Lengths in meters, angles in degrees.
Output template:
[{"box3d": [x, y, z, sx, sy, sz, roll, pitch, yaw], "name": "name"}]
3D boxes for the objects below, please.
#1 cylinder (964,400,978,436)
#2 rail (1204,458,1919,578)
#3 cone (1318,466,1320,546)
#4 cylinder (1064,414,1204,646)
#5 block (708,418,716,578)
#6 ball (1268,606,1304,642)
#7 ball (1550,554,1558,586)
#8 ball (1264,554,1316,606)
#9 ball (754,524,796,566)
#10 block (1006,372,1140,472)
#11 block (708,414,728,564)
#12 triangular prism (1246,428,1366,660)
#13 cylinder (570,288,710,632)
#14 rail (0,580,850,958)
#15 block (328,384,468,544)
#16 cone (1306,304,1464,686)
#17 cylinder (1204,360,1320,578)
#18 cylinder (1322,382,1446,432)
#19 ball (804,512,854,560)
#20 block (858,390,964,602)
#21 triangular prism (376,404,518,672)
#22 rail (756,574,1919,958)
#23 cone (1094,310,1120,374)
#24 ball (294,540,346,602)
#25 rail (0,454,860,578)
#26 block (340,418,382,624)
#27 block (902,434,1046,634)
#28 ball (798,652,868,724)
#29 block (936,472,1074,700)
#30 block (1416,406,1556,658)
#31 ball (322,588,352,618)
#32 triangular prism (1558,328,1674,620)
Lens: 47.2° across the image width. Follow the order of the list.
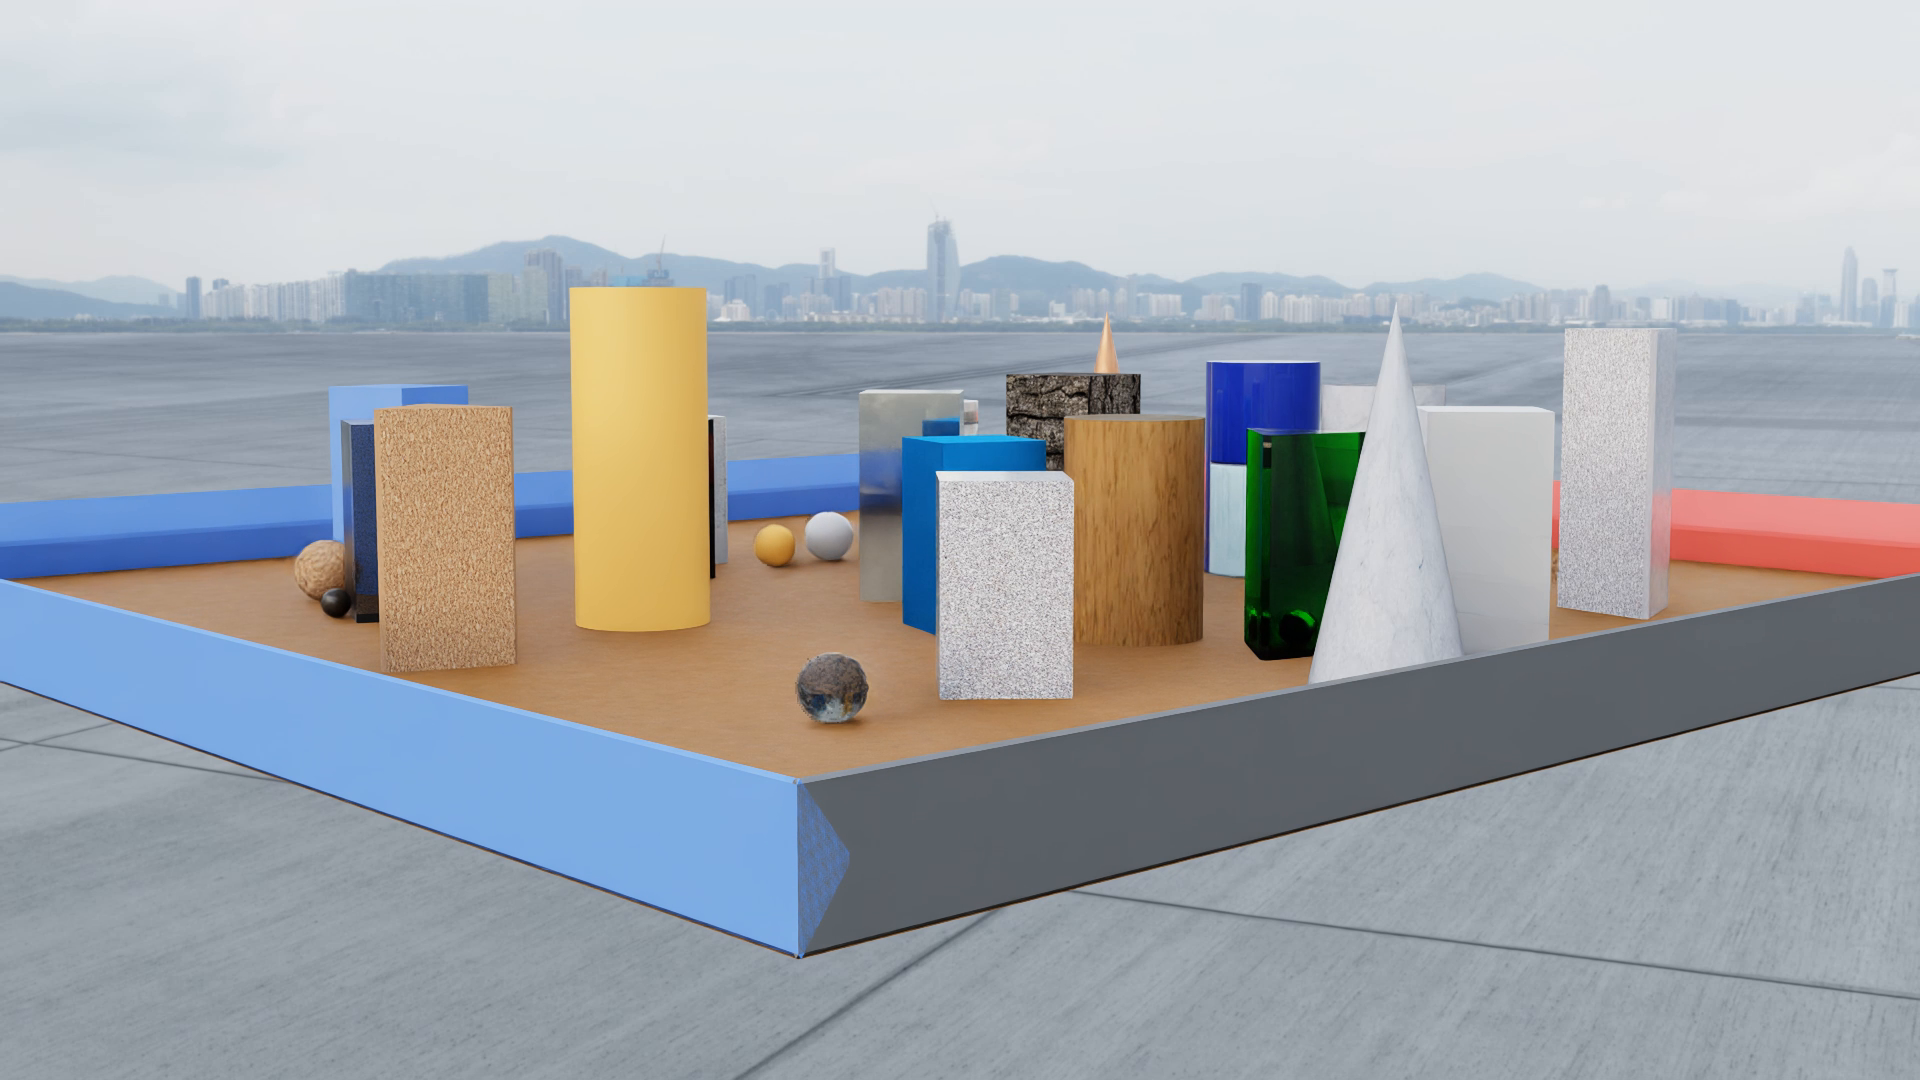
[{"box3d": [-0.063, -0.096, 3.787, 0.190, 0.286, 0.190, 0, 6, 0], "name": "cylinder"}, {"box3d": [0.960, -0.061, 4.213, 0.045, 0.124, 2.556, -6, 8, -42], "name": "rail"}, {"box3d": [0.627, -0.132, 4.015, 0.190, 0.309, 0.190, 0, 6, 0], "name": "cone"}, {"box3d": [0.235, -0.017, 2.981, 0.190, 0.298, 0.190, 0, 6, 0], "name": "cylinder"}, {"box3d": [-0.512, -0.067, 3.620, 0.152, 0.263, 0.152, 6, 8, 42], "name": "block"}, {"box3d": [0.437, 0.112, 2.949, 0.047, 0.047, 0.047, 0, 6, 0], "name": "ball"}, {"box3d": [0.966, 0.047, 3.484, 0.065, 0.065, 0.065, 0, 6, 0], "name": "ball"}, {"box3d": [0.495, 0.060, 3.297, 0.078, 0.078, 0.078, 0, 6, 0], "name": "ball"}, {"box3d": [-0.320, 0.009, 3.808, 0.072, 0.072, 0.072, 0, 6, 0], "name": "ball"}, {"box3d": [0.179, -0.091, 3.473, 0.152, 0.341, 0.152, 4, 7, 36], "name": "block"}, {"box3d": [-0.513, -0.089, 3.857, 0.152, 0.257, 0.152, -4, 7, -36], "name": "block"}, {"box3d": [0.420, 0.000, 2.874, 0.165, 0.286, 0.143, -4, 7, -30], "name": "triangular prism"}, {"box3d": [-0.451, -0.119, 3.108, 0.190, 0.473, 0.190, 0, 6, 0], "name": "cylinder"}, {"box3d": [-0.960, 0.125, 2.451, 0.045, 0.124, 2.556, -6, 8, -42], "name": "rail"}, {"box3d": [-0.895, -0.086, 3.526, 0.152, 0.321, 0.152, 3, 7, 29], "name": "block"}, {"box3d": [0.500, -0.049, 2.543, 0.190, 0.452, 0.190, 0, 6, 0], "name": "cone"}, {"box3d": [0.508, -0.122, 3.701, 0.190, 0.355, 0.190, 0, 6, 0], "name": "cylinder"}, {"box3d": [0.659, -0.080, 3.437, 0.190, 0.326, 0.190, 0, 6, 0], "name": "cylinder"}, {"box3d": [-0.232, -0.007, 3.888, 0.087, 0.087, 0.087, 0, 6, 0], "name": "ball"}, {"box3d": [-0.073, -0.072, 3.406, 0.152, 0.317, 0.152, 0, 6, 3], "name": "block"}, {"box3d": [-0.659, -0.008, 2.776, 0.165, 0.322, 0.143, -3, 7, -23], "name": "triangular prism"}, {"box3d": [0.850, 0.129, 2.416, 2.660, 0.124, 0.045, -6, 8, -42], "name": "rail"}, {"box3d": [0.260, -0.187, 3.908, 0.190, 0.441, 0.190, 0, 6, 0], "name": "cone"}, {"box3d": [-0.961, 0.047, 3.340, 0.095, 0.095, 0.095, 0, 6, 0], "name": "ball"}, {"box3d": [-0.850, -0.065, 4.249, 2.660, 0.124, 0.045, -6, 8, -42], "name": "rail"}, {"box3d": [-0.811, -0.032, 3.200, 0.152, 0.282, 0.152, -2, 6, -21], "name": "block"}, {"box3d": [0.018, -0.009, 3.063, 0.152, 0.264, 0.152, -3, 7, -23], "name": "block"}, {"box3d": [-0.137, 0.159, 2.366, 0.076, 0.076, 0.076, 0, 6, 0], "name": "ball"}, {"box3d": [0.050, 0.050, 2.576, 0.152, 0.250, 0.152, 0, 6, -2], "name": "block"}, {"box3d": [0.654, -0.005, 2.768, 0.152, 0.319, 0.152, 1, 6, 6], "name": "block"}, {"box3d": [-0.900, 0.091, 3.173, 0.042, 0.042, 0.042, 0, 6, 0], "name": "ball"}, {"box3d": [0.999, -0.104, 3.242, 0.143, 0.414, 0.165, -4, 7, -32], "name": "triangular prism"}]
